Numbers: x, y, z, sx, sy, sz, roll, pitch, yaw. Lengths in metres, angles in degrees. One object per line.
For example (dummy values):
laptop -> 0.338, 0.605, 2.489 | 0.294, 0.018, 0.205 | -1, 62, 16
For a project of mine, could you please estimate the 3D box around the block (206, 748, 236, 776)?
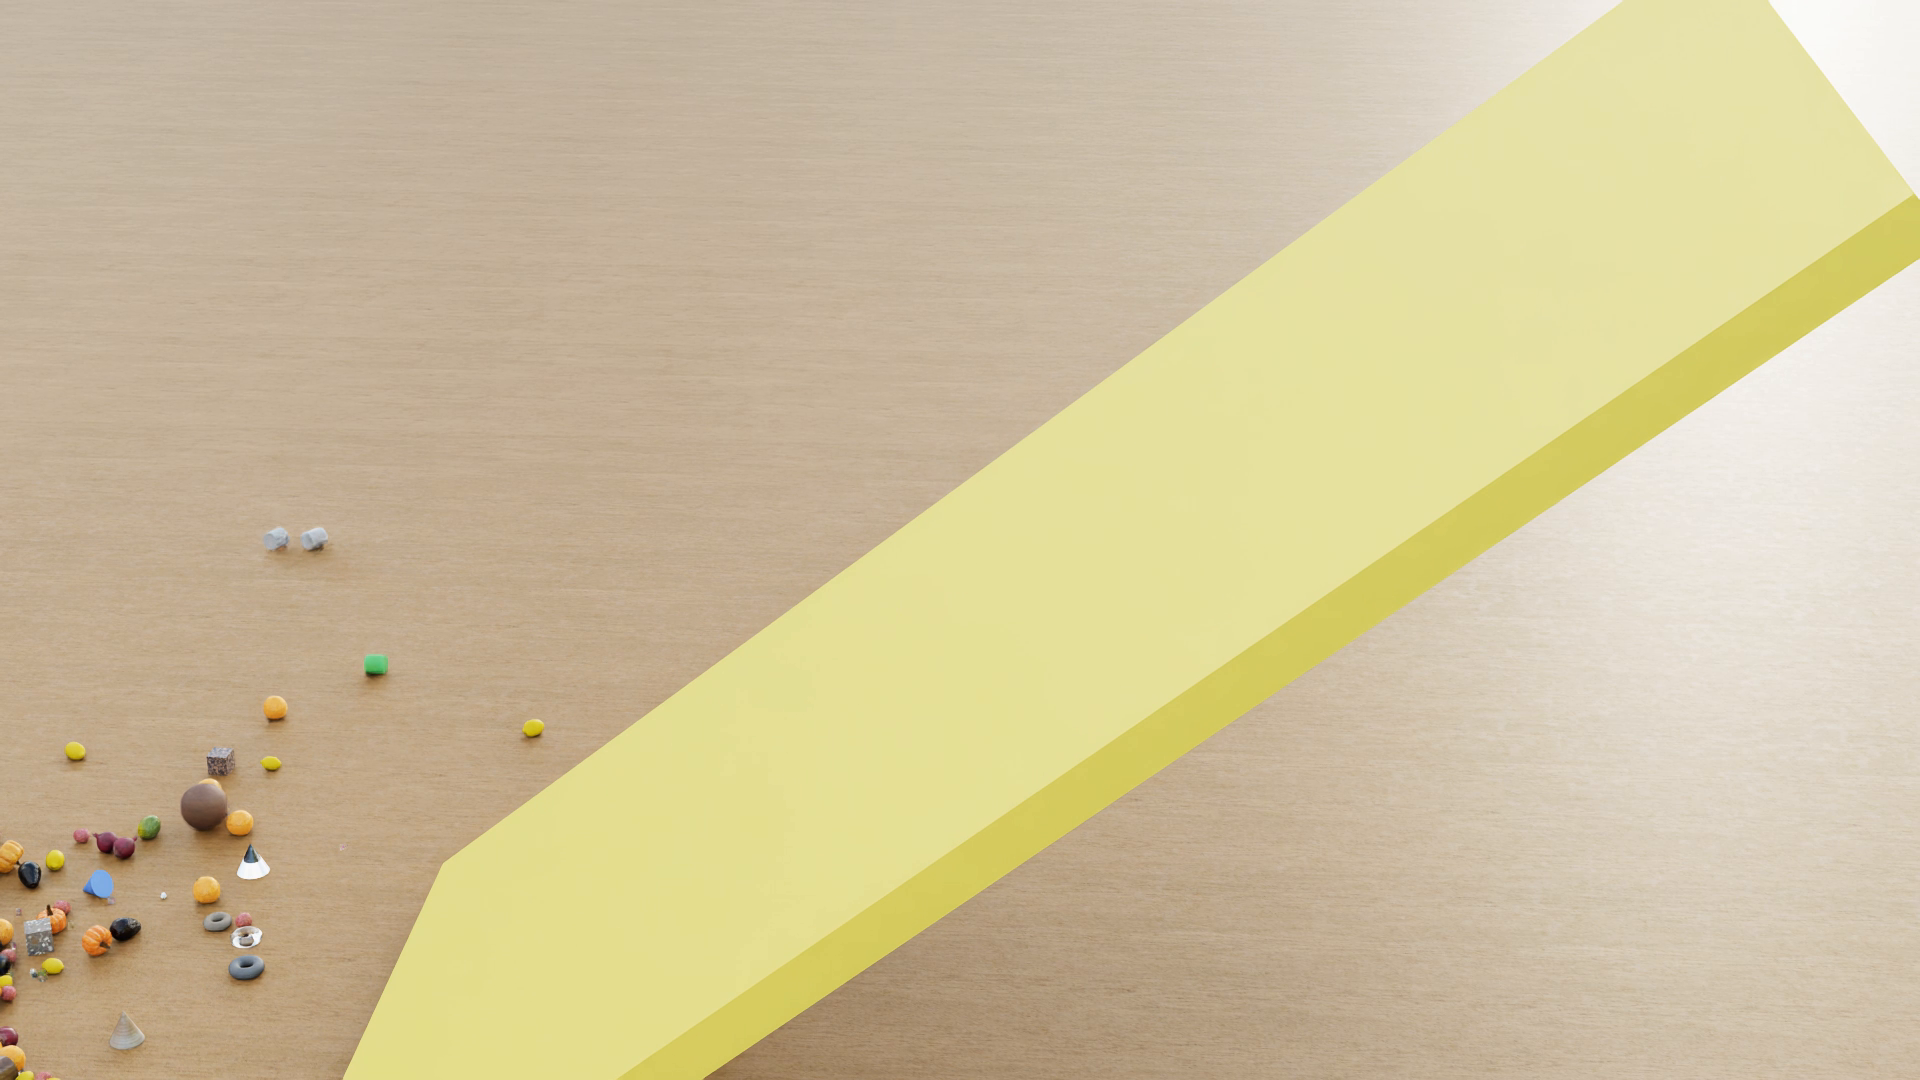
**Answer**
block -> -2.132, 0.639, 8.483 | 0.059, 0.059, 0.059 | 3, 24, 8

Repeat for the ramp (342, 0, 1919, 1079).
ramp -> 0.121, 0.185, 6.340 | 4.000, 0.100, 2.000 | -36, 16, 18

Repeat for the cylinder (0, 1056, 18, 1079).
cylinder -> -2.297, 1.279, 7.010 | 0.073, 0.073, 0.073 | 12, 26, 25

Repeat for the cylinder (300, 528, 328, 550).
cylinder -> -2.183, -0.004, 9.942 | 0.063, 0.063, 0.063 | 17, 29, 34

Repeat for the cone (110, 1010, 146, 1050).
cone -> -2.043, 1.188, 7.199 | 0.087, 0.087, 0.087 | 0, 24, 0

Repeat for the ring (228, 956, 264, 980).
ring -> -1.818, 1.089, 7.495 | 0.091, 0.030, 0.091 | 0, 25, 0

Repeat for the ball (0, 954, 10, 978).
ball -> -2.447, 1.082, 7.473 | 0.060, 0.060, 0.060 | 0, 24, 0

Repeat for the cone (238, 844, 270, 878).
cone -> -1.915, 0.857, 7.953 | 0.087, 0.087, 0.087 | 0, 24, 0

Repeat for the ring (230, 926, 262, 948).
ring -> -1.853, 1.030, 7.632 | 0.083, 0.028, 0.083 | -1, 24, 1

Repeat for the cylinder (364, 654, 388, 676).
cylinder -> -1.800, 0.384, 9.067 | 0.057, 0.057, 0.057 | 9, 25, 6

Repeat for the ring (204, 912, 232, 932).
ring -> -1.944, 1.000, 7.705 | 0.075, 0.025, 0.075 | -1, 24, 1

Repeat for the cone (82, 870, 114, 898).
cone -> -2.319, 0.927, 7.858 | 0.077, 0.077, 0.077 | -19, 14, 28

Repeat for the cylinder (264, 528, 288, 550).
cylinder -> -2.313, -0.005, 9.948 | 0.060, 0.060, 0.060 | 14, 28, 30

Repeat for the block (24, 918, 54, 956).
block -> -2.379, 1.025, 7.597 | 0.065, 0.065, 0.065 | -8, 25, -18
